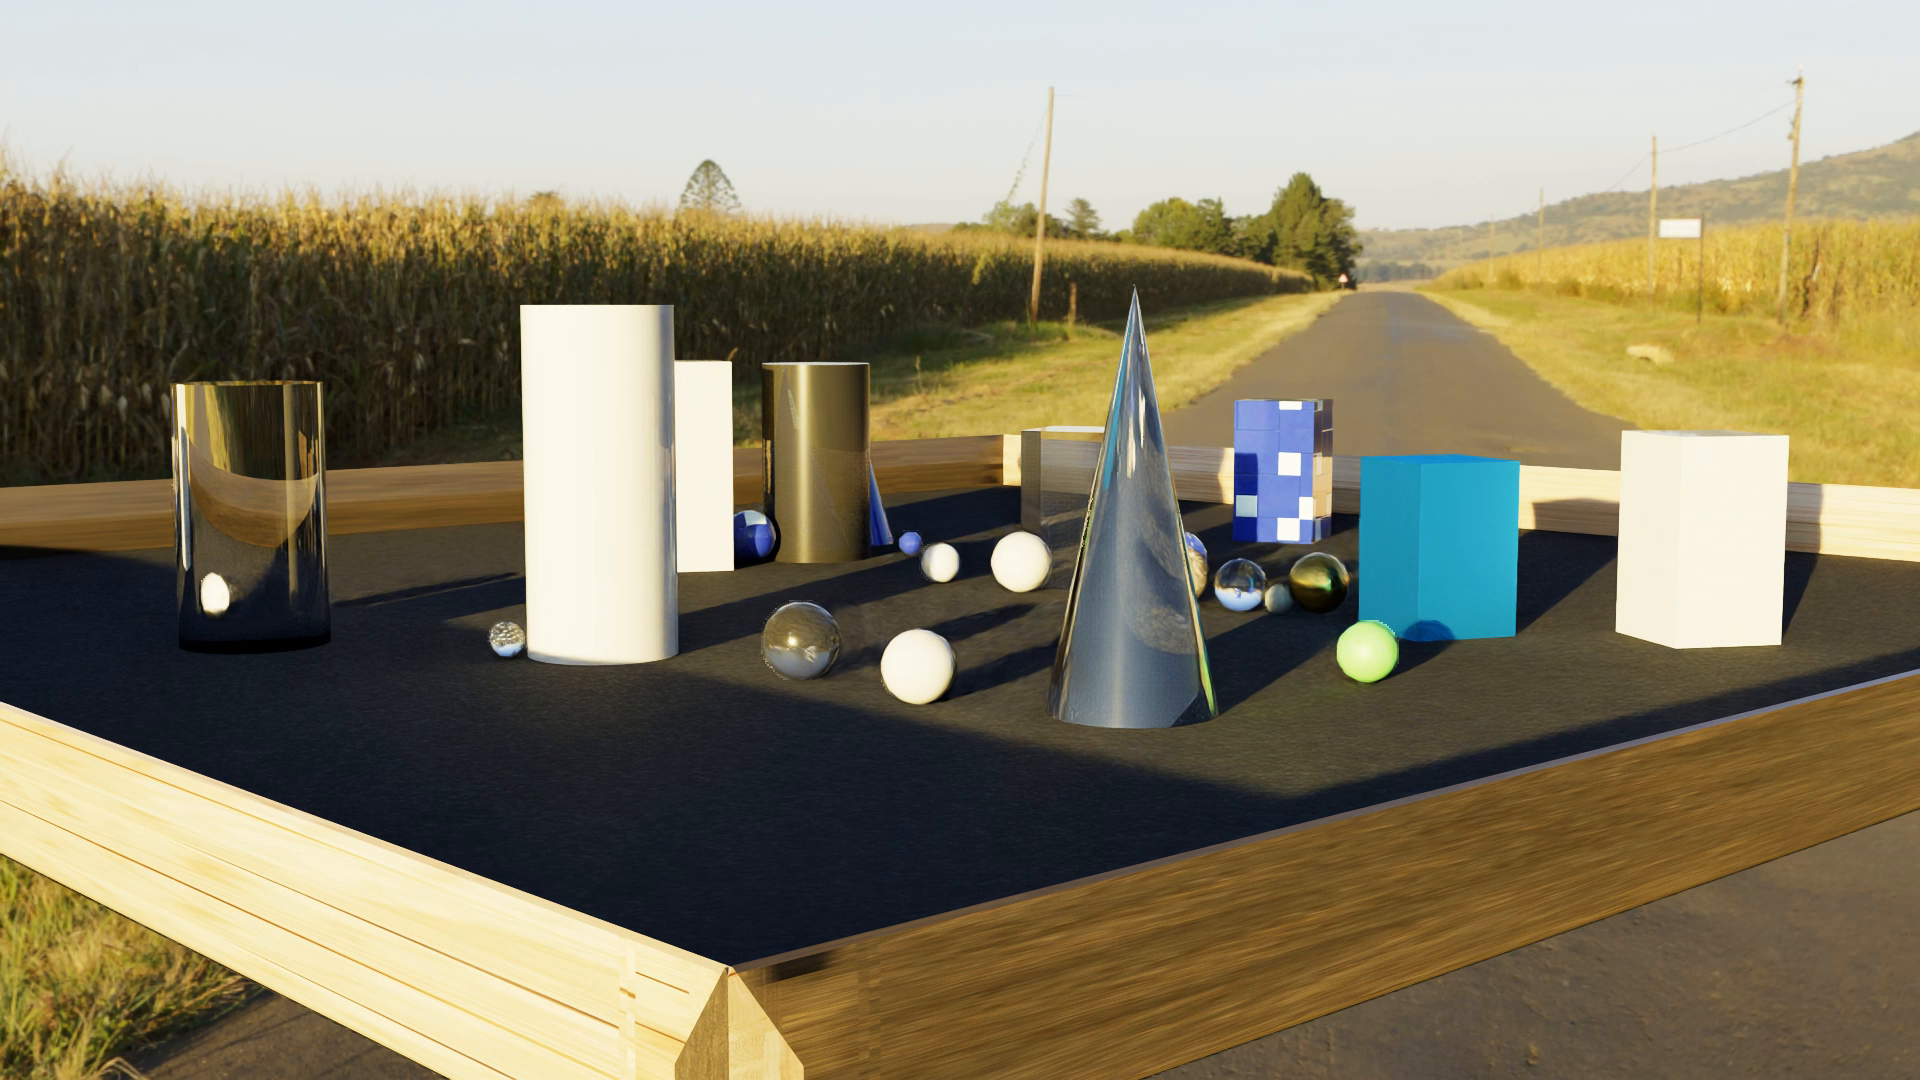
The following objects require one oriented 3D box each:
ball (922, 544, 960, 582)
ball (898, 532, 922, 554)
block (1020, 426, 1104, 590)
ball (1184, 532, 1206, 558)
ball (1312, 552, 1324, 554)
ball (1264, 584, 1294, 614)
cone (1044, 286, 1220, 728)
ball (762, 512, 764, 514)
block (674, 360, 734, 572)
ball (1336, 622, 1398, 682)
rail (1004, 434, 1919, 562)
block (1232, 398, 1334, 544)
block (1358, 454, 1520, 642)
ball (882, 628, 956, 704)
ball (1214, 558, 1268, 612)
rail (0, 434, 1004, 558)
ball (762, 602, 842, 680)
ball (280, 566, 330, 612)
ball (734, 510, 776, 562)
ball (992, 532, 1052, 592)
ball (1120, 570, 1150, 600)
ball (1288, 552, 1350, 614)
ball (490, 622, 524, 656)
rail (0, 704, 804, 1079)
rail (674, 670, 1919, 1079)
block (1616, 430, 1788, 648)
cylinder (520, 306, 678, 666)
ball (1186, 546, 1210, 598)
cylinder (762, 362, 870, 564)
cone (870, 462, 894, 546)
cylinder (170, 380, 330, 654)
[{"bbox_3d":[-0.031,0.037,3.592,0.065,0.065,0.065,0,6,0],"label":"ball"},{"bbox_3d":[-0.090,0.006,3.999,0.042,0.042,0.042,0,6,0],"label":"ball"},{"bbox_3d":[0.198,-0.054,3.561,0.155,0.252,0.155,2,6,22],"label":"block"},{"bbox_3d":[0.370,0.026,3.645,0.077,0.077,0.077,0,6,0],"label":"ball"},{"bbox_3d":[0.589,0.043,3.617,0.048,0.048,0.048,0,6,0],"label":"ball"},{"bbox_3d":[0.467,0.087,3.214,0.044,0.044,0.044,0,6,0],"label":"ball"},{"bbox_3d":[0.191,-0.043,2.416,0.194,0.470,0.194,0,6,0],"label":"cone"},{"bbox_3d":[-0.322,-0.031,4.091,0.097,0.097,0.097,0,6,0],"label":"ball"},{"bbox_3d":[-0.482,-0.131,3.800,0.155,0.355,0.155,-2,6,-15],"label":"block"},{"bbox_3d":[0.487,0.134,2.632,0.073,0.073,0.073,0,6,0],"label":"ball"},{"bbox_3d":[1.178,-0.081,4.413,0.045,0.126,3.195,-6,8,-42],"label":"rail"},{"bbox_3d":[0.628,-0.137,4.269,0.155,0.270,0.155,3,7,23],"label":"block"},{"bbox_3d":[0.660,0.007,3.038,0.155,0.240,0.155,-2,6,-20],"label":"block"},{"bbox_3d":[-0.047,0.143,2.485,0.085,0.085,0.085,0,6,0],"label":"ball"},{"bbox_3d":[0.412,0.066,3.228,0.078,0.078,0.078,0,6,0],"label":"ball"},{"bbox_3d":[-1.067,-0.088,4.482,3.253,0.126,0.045,-6,8,-42],"label":"rail"},{"bbox_3d":[-0.190,0.122,2.645,0.095,0.095,0.095,0,6,0],"label":"ball"},{"bbox_3d":[-0.963,0.073,3.235,0.068,0.068,0.068,0,6,0],"label":"ball"},{"bbox_3d":[-0.371,-0.006,3.874,0.092,0.092,0.092,0,6,0],"label":"ball"},{"bbox_3d":[0.097,0.035,3.469,0.095,0.095,0.095,0,6,0],"label":"ball"},{"bbox_3d":[0.267,0.070,3.369,0.046,0.046,0.046,0,6,0],"label":"ball"},{"bbox_3d":[0.519,0.062,3.179,0.087,0.087,0.087,0,6,0],"label":"ball"},{"bbox_3d":[-0.582,0.128,2.826,0.044,0.044,0.044,0,6,0],"label":"ball"},{"bbox_3d":[-1.178,0.146,2.251,0.045,0.126,3.195,-6,8,-42],"label":"rail"},{"bbox_3d":[1.067,0.153,2.182,3.253,0.126,0.045,-6,8,-42],"label":"rail"},{"bbox_3d":[1.001,-0.005,2.974,0.155,0.278,0.155,-1,6,-12],"label":"block"},{"bbox_3d":[-0.463,-0.076,2.831,0.194,0.449,0.194,0,6,0],"label":"cylinder"},{"bbox_3d":[0.330,0.052,3.316,0.092,0.092,0.092,0,6,0],"label":"ball"},{"bbox_3d":[-0.258,-0.142,3.948,0.194,0.348,0.194,0,6,0],"label":"cylinder"},{"bbox_3d":[-0.223,-0.166,4.200,0.194,0.342,0.194,0,6,0],"label":"cone"},{"bbox_3d":[-0.943,-0.035,2.925,0.194,0.347,0.194,0,6,0],"label":"cylinder"}]
